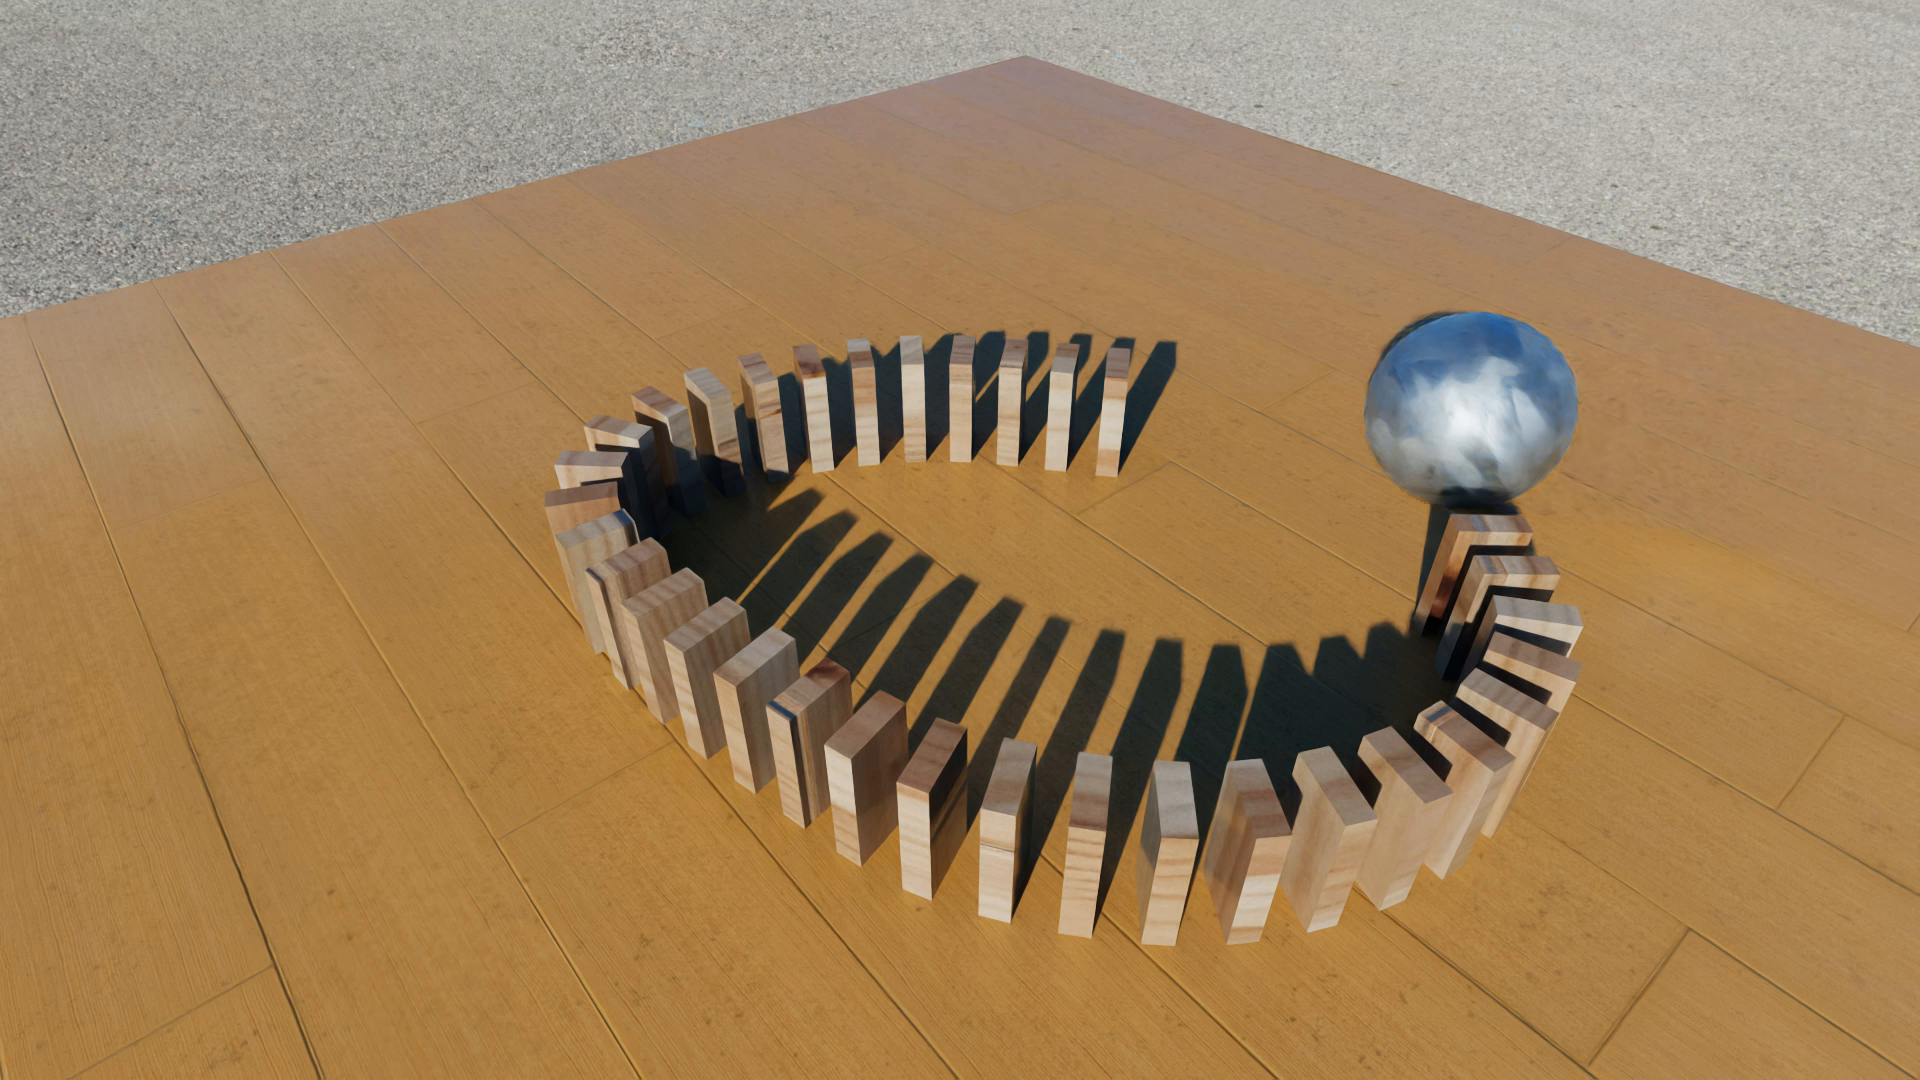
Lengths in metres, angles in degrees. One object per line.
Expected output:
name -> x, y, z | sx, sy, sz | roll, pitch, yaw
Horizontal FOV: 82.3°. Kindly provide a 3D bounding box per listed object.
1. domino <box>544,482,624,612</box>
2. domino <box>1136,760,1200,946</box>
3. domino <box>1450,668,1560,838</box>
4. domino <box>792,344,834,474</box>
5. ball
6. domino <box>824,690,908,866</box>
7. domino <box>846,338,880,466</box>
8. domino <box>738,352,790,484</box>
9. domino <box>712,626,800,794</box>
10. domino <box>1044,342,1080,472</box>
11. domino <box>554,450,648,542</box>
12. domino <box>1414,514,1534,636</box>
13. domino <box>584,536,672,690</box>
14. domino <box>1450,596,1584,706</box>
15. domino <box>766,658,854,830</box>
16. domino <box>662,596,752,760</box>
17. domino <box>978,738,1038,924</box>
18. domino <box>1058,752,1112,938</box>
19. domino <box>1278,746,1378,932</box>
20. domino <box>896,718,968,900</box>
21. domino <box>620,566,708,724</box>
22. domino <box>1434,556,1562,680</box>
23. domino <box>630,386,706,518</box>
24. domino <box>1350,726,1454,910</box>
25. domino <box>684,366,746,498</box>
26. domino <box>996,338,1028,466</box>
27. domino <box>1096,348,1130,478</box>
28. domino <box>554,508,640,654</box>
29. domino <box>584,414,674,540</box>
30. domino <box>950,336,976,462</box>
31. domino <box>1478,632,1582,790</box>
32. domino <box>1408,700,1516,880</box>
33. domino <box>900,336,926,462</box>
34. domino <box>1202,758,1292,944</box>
domino -> -0.135, 0.003, 0.408 | 0.025, 0.050, 0.009 | -9, 40, -11
domino -> 0.057, 0.087, 0.305 | 0.009, 0.050, 0.025 | 2, 39, 3
domino -> 0.158, 0.065, 0.332 | 0.010, 0.050, 0.025 | -32, 49, -33
domino -> -0.064, -0.057, 0.481 | 0.010, 0.050, 0.025 | -11, 41, -13
ball -> 0.209, -0.053, 0.453 | 0.080, 0.080, 0.080 | 0, 39, 0
domino -> -0.026, 0.071, 0.325 | 0.009, 0.050, 0.025 | 24, 45, 26
domino -> -0.043, -0.061, 0.485 | 0.010, 0.050, 0.025 | -6, 40, -8
domino -> -0.085, -0.052, 0.475 | 0.010, 0.050, 0.025 | -17, 42, -20
domino -> -0.062, 0.054, 0.346 | 0.009, 0.050, 0.025 | 25, 46, 28
domino -> 0.045, -0.058, 0.482 | 0.009, 0.050, 0.025 | 7, 40, 9
domino -> -0.137, -0.011, 0.425 | 0.025, 0.050, 0.010 | 2, 39, 3
domino -> 0.183, 0.014, 0.395 | 0.025, 0.050, 0.009 | 1, 39, 1
domino -> -0.111, 0.026, 0.380 | 0.025, 0.050, 0.009 | -31, 49, -32
domino -> 0.181, 0.041, 0.361 | 0.025, 0.050, 0.009 | 8, 40, 10
domino -> -0.044, 0.062, 0.335 | 0.010, 0.050, 0.025 | 27, 46, 29
domino -> -0.079, 0.045, 0.356 | 0.009, 0.050, 0.025 | 28, 47, 30
domino -> 0.013, 0.083, 0.311 | 0.009, 0.050, 0.025 | 10, 40, 12
domino -> 0.035, 0.086, 0.307 | 0.010, 0.050, 0.025 | 6, 40, 8
domino -> 0.100, 0.084, 0.308 | 0.010, 0.050, 0.025 | -10, 40, -11
domino -> -0.007, 0.078, 0.316 | 0.010, 0.050, 0.025 | 16, 42, 19
domino -> -0.095, 0.036, 0.368 | 0.025, 0.050, 0.009 | -32, 49, -33
domino -> 0.183, 0.028, 0.378 | 0.025, 0.050, 0.010 | 1, 39, 1
domino -> -0.120, -0.036, 0.456 | 0.025, 0.050, 0.010 | 30, 48, 32
domino -> 0.121, 0.080, 0.314 | 0.009, 0.050, 0.025 | -15, 42, -17
domino -> -0.104, -0.045, 0.467 | 0.009, 0.050, 0.025 | -24, 45, -26
domino -> 0.023, -0.061, 0.485 | 0.009, 0.050, 0.025 | 6, 40, 7
domino -> 0.066, -0.055, 0.479 | 0.009, 0.050, 0.025 | 6, 40, 7
domino -> -0.125, 0.015, 0.393 | 0.025, 0.050, 0.010 | -25, 46, -27
domino -> -0.132, -0.025, 0.441 | 0.025, 0.050, 0.010 | 14, 41, 17
domino -> 0.001, -0.062, 0.487 | 0.010, 0.050, 0.025 | 3, 39, 4
domino -> 0.172, 0.054, 0.345 | 0.025, 0.050, 0.010 | 23, 44, 25
domino -> 0.141, 0.074, 0.322 | 0.010, 0.050, 0.025 | -22, 44, -25
domino -> -0.021, -0.062, 0.487 | 0.010, 0.050, 0.025 | -3, 39, -3
domino -> 0.079, 0.087, 0.305 | 0.009, 0.050, 0.025 | -4, 39, -5
